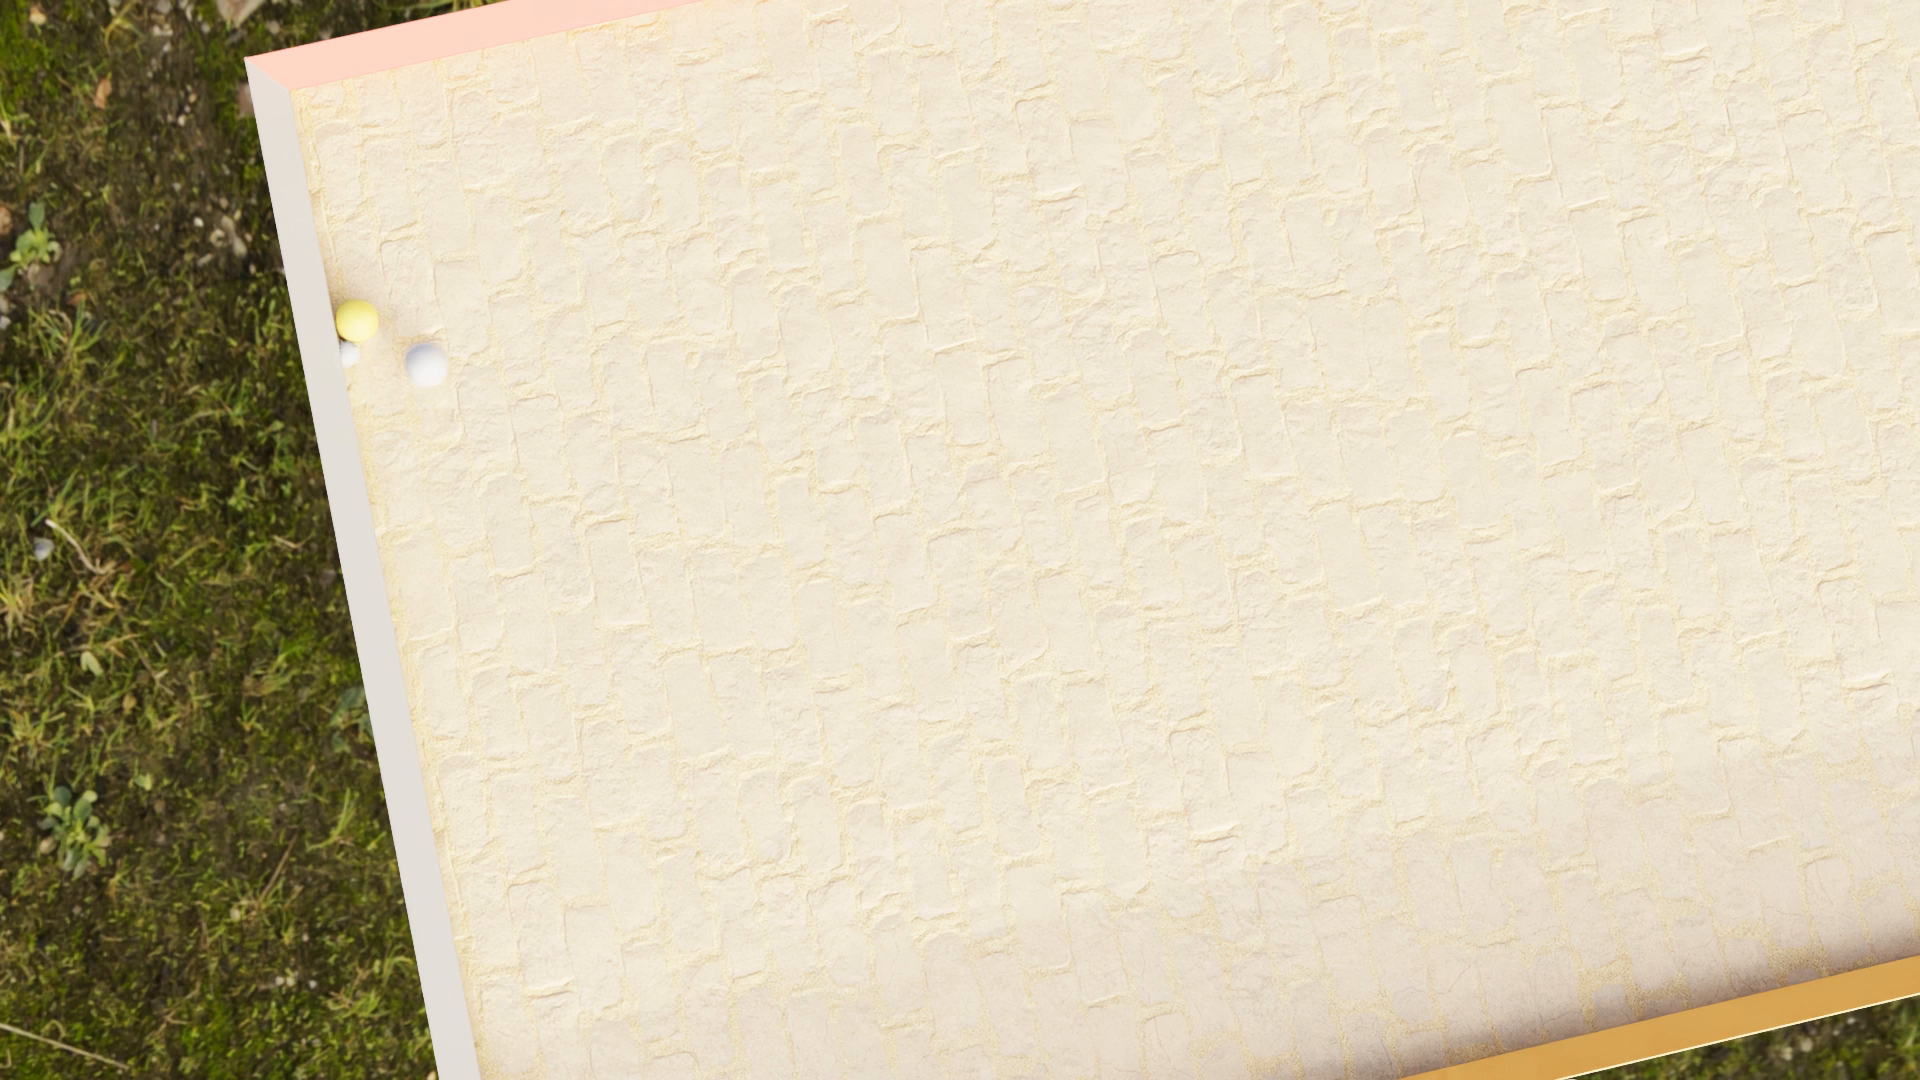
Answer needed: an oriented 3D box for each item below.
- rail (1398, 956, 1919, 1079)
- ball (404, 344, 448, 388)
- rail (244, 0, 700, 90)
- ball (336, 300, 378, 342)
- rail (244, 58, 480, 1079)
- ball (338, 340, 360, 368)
[{"bbox_3d":[1.073,0.691,3.152,3.553,0.099,0.045,-13,82,-2],"label":"rail"},{"bbox_3d":[-0.803,-0.263,3.309,0.066,0.066,0.066,0,82,0],"label":"ball"},{"bbox_3d":[0.658,-1.091,3.413,3.553,0.099,0.045,-13,82,-2],"label":"rail"},{"bbox_3d":[-0.910,-0.330,3.320,0.063,0.063,0.063,0,82,0],"label":"ball"},{"bbox_3d":[-0.842,0.189,3.225,0.045,0.099,1.895,-13,82,-2],"label":"rail"},{"bbox_3d":[-0.928,-0.282,3.325,0.040,0.040,0.040,0,82,0],"label":"ball"}]
